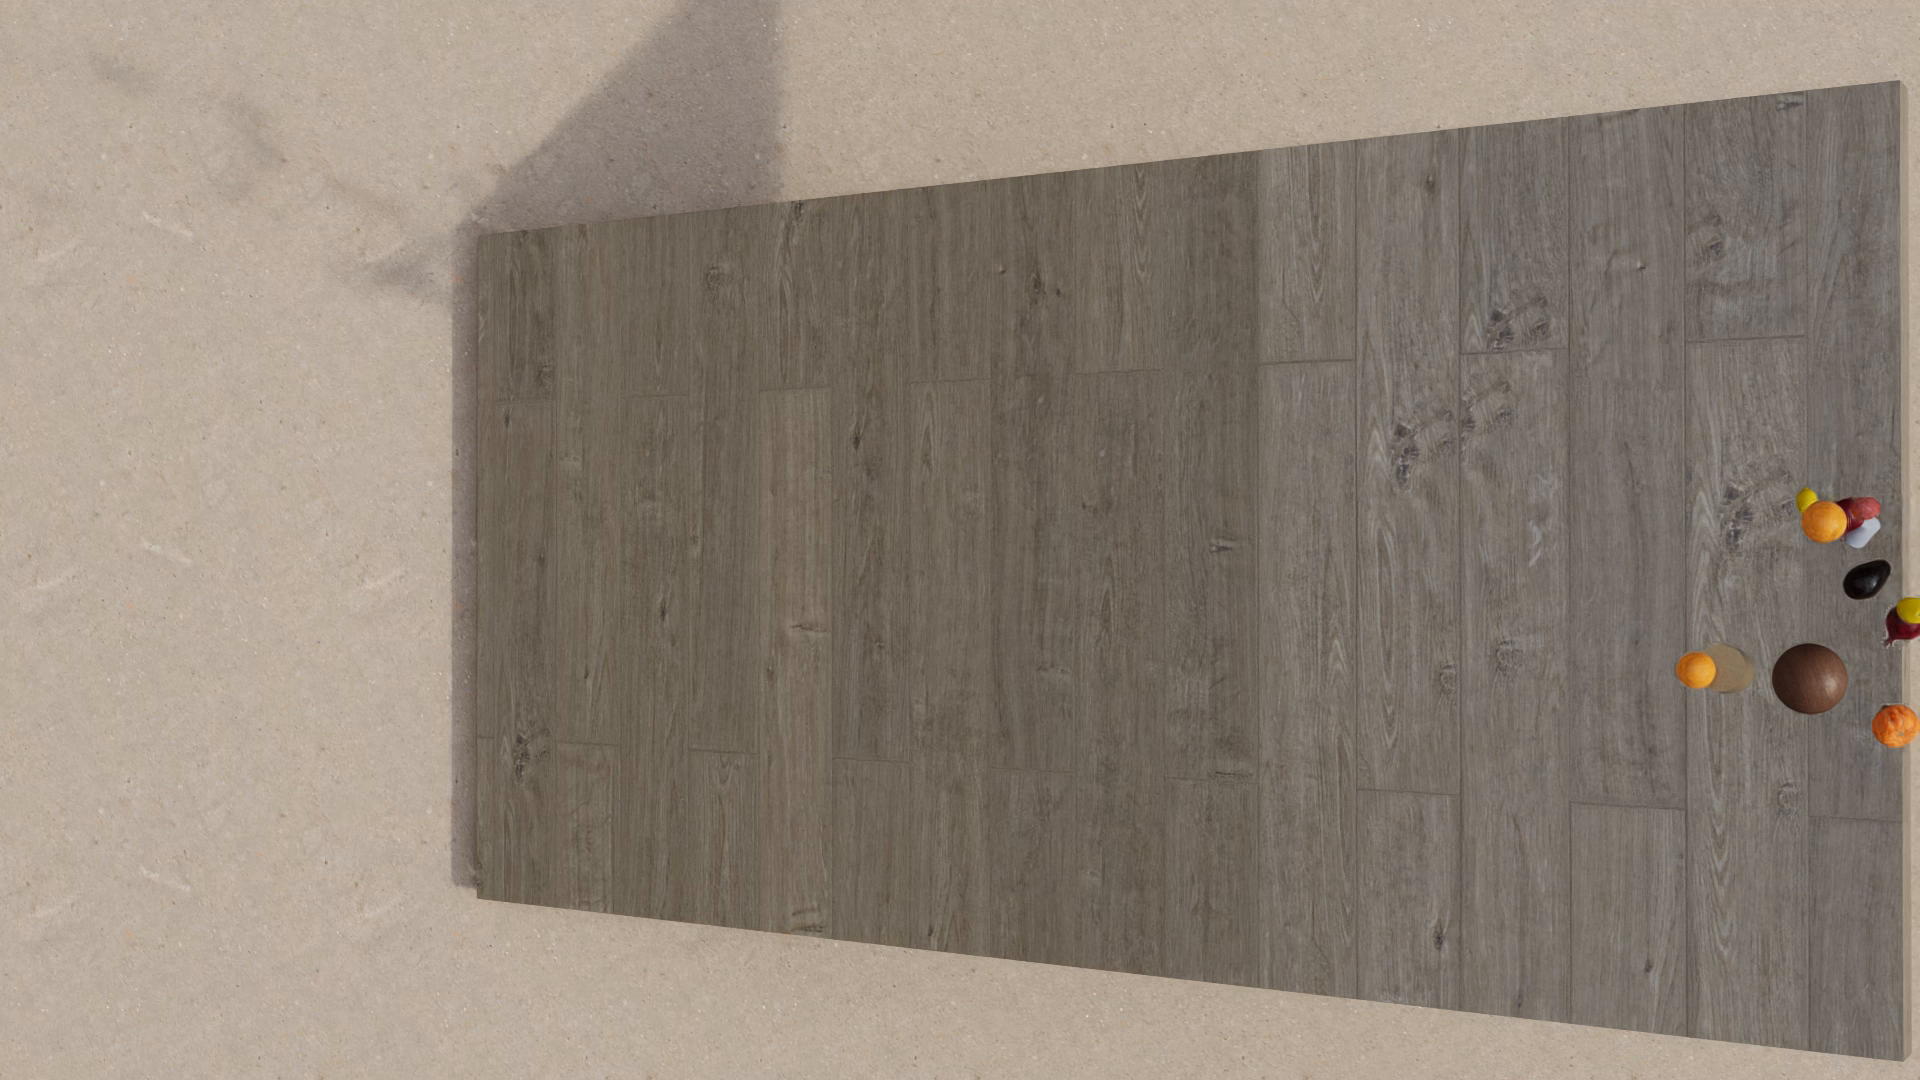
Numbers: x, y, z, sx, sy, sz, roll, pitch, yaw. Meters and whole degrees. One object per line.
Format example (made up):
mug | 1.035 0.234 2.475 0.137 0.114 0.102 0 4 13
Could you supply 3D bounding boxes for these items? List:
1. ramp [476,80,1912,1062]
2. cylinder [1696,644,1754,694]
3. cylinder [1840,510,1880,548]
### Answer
ramp | 0.259 0.071 5.597 4.000 0.100 2.000 0 89 33
cylinder | 1.495 0.253 4.298 0.093 0.093 0.093 -4 81 29
cylinder | 1.825 -0.021 4.457 0.054 0.054 0.054 11 47 -12
